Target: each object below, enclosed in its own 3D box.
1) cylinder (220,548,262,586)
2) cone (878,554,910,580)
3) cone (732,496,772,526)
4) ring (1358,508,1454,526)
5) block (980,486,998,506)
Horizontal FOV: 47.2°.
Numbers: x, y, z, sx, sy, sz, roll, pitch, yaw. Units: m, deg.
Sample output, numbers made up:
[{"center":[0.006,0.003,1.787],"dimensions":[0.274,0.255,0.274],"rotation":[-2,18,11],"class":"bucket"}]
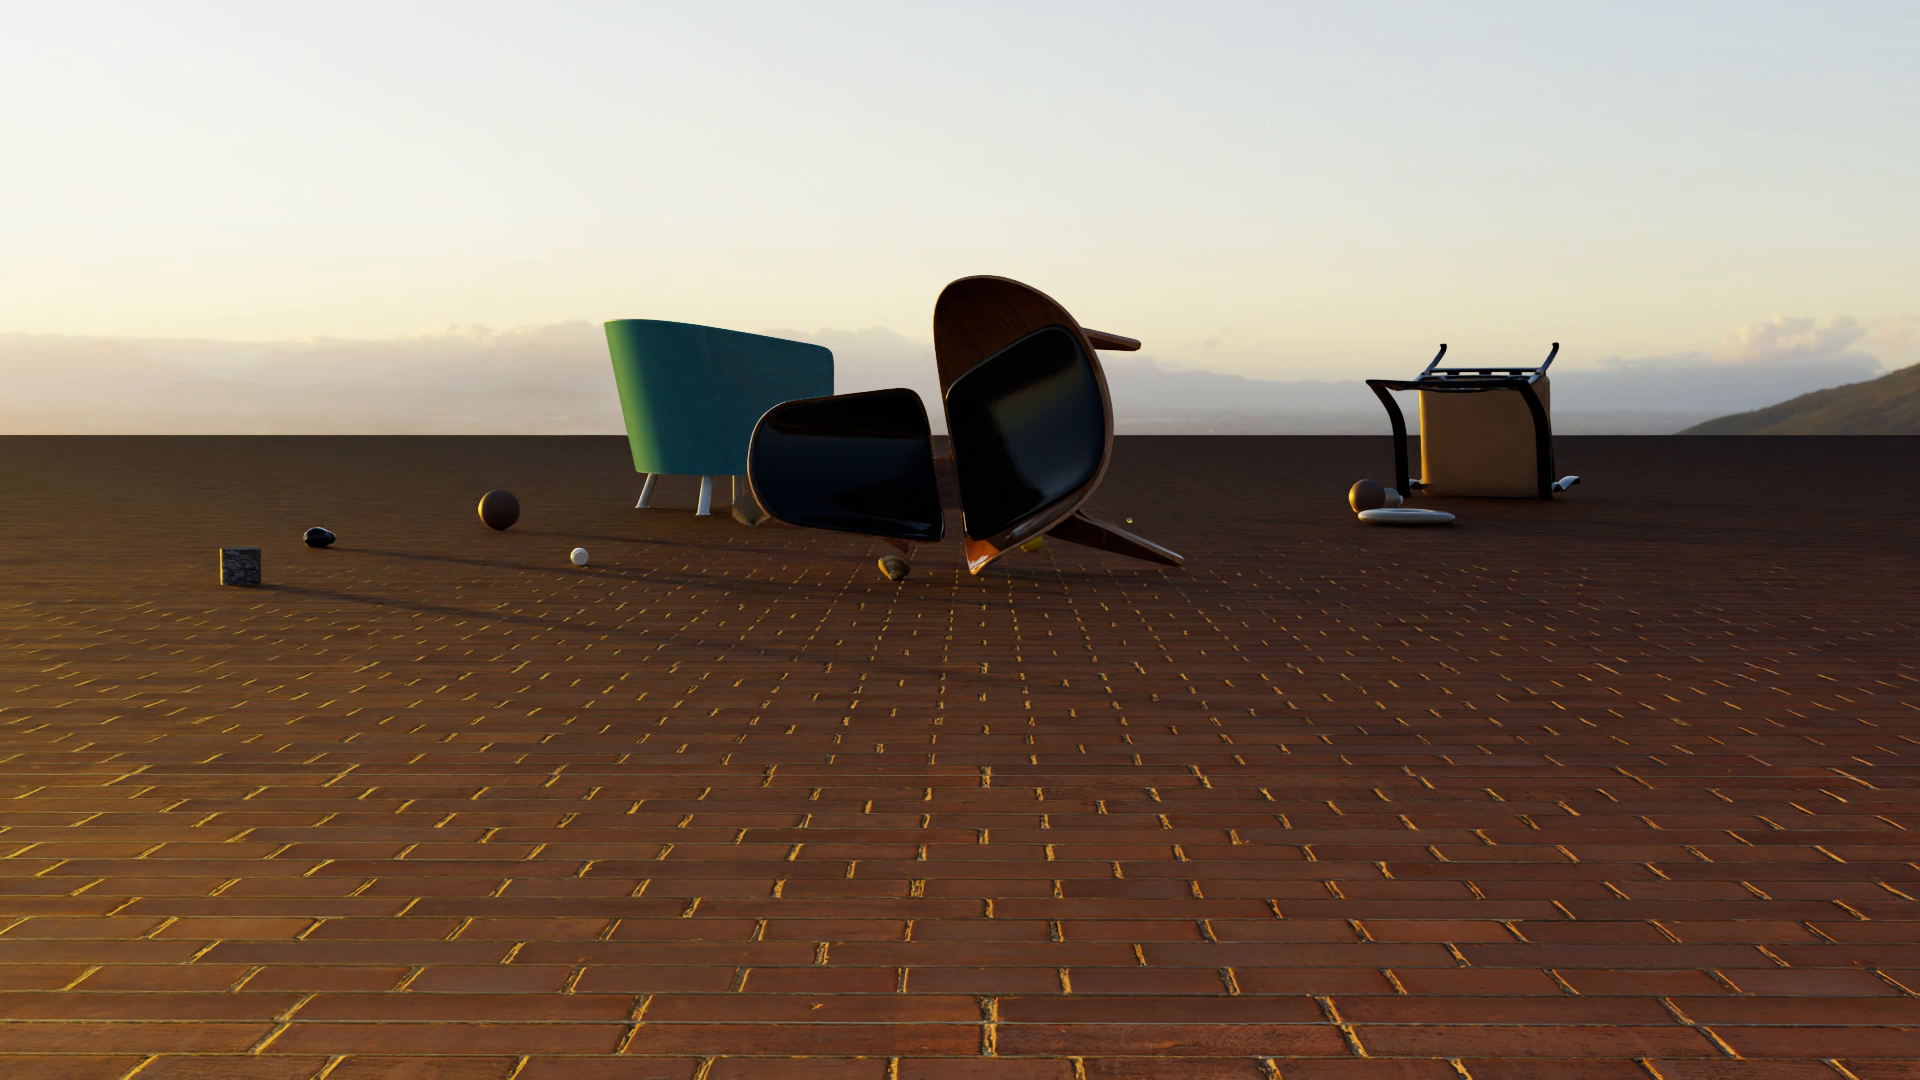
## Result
[{"center":[-1.659,0.060,5.073],"dimensions":[0.090,0.082,0.080],"rotation":[0,4,7],"class":"cylinder"},{"center":[-0.157,0.078,5.176],"dimensions":[0.076,0.084,0.047],"rotation":[-6,44,16],"class":"cone"},{"center":[-0.681,-0.070,7.217],"dimensions":[0.128,0.109,0.094],"rotation":[-9,35,-1],"class":"cone"},{"center":[1.489,-0.076,7.332],"dimensions":[0.315,0.045,0.322],"rotation":[-3,5,-38],"class":"ring"},{"center":[0.111,-0.169,8.451],"dimensions":[0.064,0.077,0.072],"rotation":[0,4,5],"class":"block"}]
